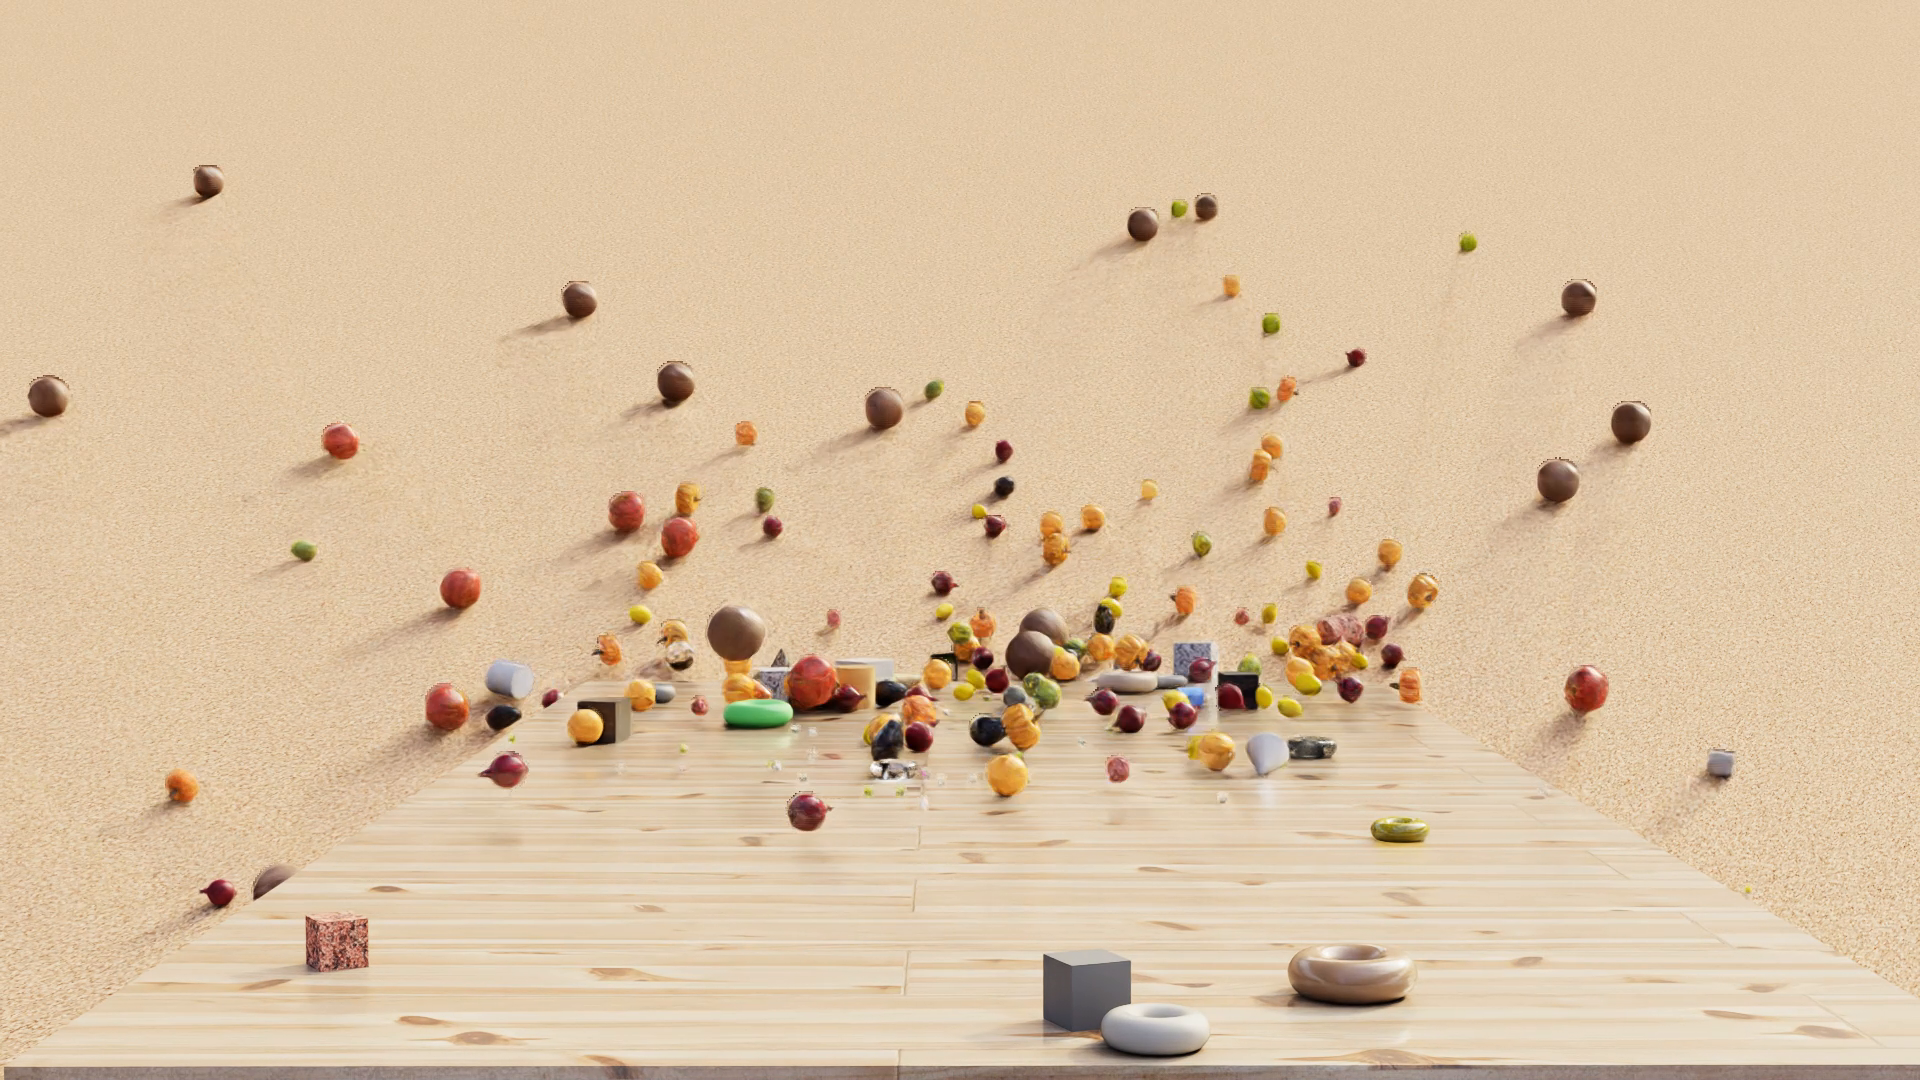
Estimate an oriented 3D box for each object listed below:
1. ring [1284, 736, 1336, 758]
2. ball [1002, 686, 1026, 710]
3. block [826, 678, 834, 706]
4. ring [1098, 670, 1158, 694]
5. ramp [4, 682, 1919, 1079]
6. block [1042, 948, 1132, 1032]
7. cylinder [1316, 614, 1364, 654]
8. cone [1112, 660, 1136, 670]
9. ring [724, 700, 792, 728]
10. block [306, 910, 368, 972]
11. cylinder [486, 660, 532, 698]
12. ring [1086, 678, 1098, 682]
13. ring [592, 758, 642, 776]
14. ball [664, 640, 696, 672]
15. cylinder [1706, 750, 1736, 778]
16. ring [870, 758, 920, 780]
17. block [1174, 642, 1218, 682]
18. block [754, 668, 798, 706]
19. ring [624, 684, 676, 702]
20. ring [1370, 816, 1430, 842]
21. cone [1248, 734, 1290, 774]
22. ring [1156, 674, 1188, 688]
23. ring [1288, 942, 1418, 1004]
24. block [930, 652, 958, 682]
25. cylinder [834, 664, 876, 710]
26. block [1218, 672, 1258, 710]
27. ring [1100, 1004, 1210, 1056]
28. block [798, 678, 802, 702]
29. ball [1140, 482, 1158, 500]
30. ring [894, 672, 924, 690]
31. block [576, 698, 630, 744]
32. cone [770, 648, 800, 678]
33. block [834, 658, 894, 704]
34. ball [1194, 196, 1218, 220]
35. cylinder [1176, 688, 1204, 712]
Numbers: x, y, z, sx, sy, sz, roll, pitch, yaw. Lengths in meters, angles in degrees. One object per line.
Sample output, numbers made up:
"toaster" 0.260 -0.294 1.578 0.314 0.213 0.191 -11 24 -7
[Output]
"ring" 0.679 0.403 5.005 0.105 0.035 0.105 -1 3 0
"ball" 0.125 0.357 5.853 0.054 0.054 0.054 0 23 0
"block" -0.270 0.352 5.981 0.059 0.059 0.059 2 3 39
"ring" 0.408 0.346 6.273 0.148 0.049 0.148 -1 3 0
"ramp" 0.054 0.489 4.541 2.000 0.100 4.000 0 2 0
"block" 0.134 0.476 2.728 0.070 0.070 0.070 -1 2 -24
"cylinder" 1.018 0.253 6.903 0.091 0.091 0.091 -13 27 -27
"cone" 0.420 0.345 6.537 0.063 0.063 0.063 0 23 -1
"ring" -0.436 0.375 5.556 0.149 0.050 0.149 -1 3 0
"block" -0.732 0.471 3.024 0.057 0.057 0.057 -1 3 -31
"cylinder" -1.165 0.361 6.655 0.085 0.085 0.085 10 25 31
"ring" 0.363 0.384 6.611 0.093 0.093 0.031 7 56 15
"ring" -0.633 0.426 4.763 0.091 0.030 0.091 3 15 -1
"ball" -0.739 0.306 6.793 0.081 0.081 0.081 0 23 0
"cylinder" 1.854 0.545 6.271 0.057 0.057 0.057 12 26 21
"ring" -0.119 0.418 4.699 0.090 0.030 0.090 -1 3 0
"block" 0.602 0.313 6.562 0.096 0.096 0.096 -2 -5 17
"block" -0.426 0.341 5.956 0.084 0.084 0.084 -1 2 -20
"ring" -0.728 0.359 6.056 0.120 0.040 0.120 1 1 0
"ring" 0.678 0.447 3.967 0.091 0.030 0.091 -1 3 0
"cone" 0.560 0.412 4.746 0.082 0.082 0.082 8 21 19
"ring" 0.516 0.351 6.365 0.092 0.031 0.092 0 1 0
"ring" 0.437 0.482 2.866 0.144 0.048 0.144 -1 3 0
"block" -0.042 0.340 6.737 0.064 0.064 0.064 -4 24 -9
"cylinder" -0.239 0.338 5.894 0.095 0.095 0.095 0 2 0
"block" 0.638 0.345 5.901 0.079 0.079 0.079 0 2 -4
"ring" 0.199 0.497 2.618 0.112 0.037 0.112 0 1 0
"block" -0.400 0.352 6.039 0.055 0.055 0.055 -1 2 -12
"ball" 0.579 -0.151 7.878 0.055 0.055 0.055 0 23 0
"ring" -0.142 0.349 6.373 0.103 0.034 0.103 -1 3 0
"block" -0.728 0.368 5.267 0.084 0.084 0.084 1 2 14
"cone" -0.467 0.321 6.745 0.092 0.092 0.092 0 23 0
"block" -0.225 0.330 6.044 0.097 0.097 0.097 2 3 39
"ball" 1.019 -1.371 10.629 0.100 0.100 0.100 0 23 0
"cylinder" 0.519 0.361 5.819 0.053 0.053 0.053 -1 23 -8
